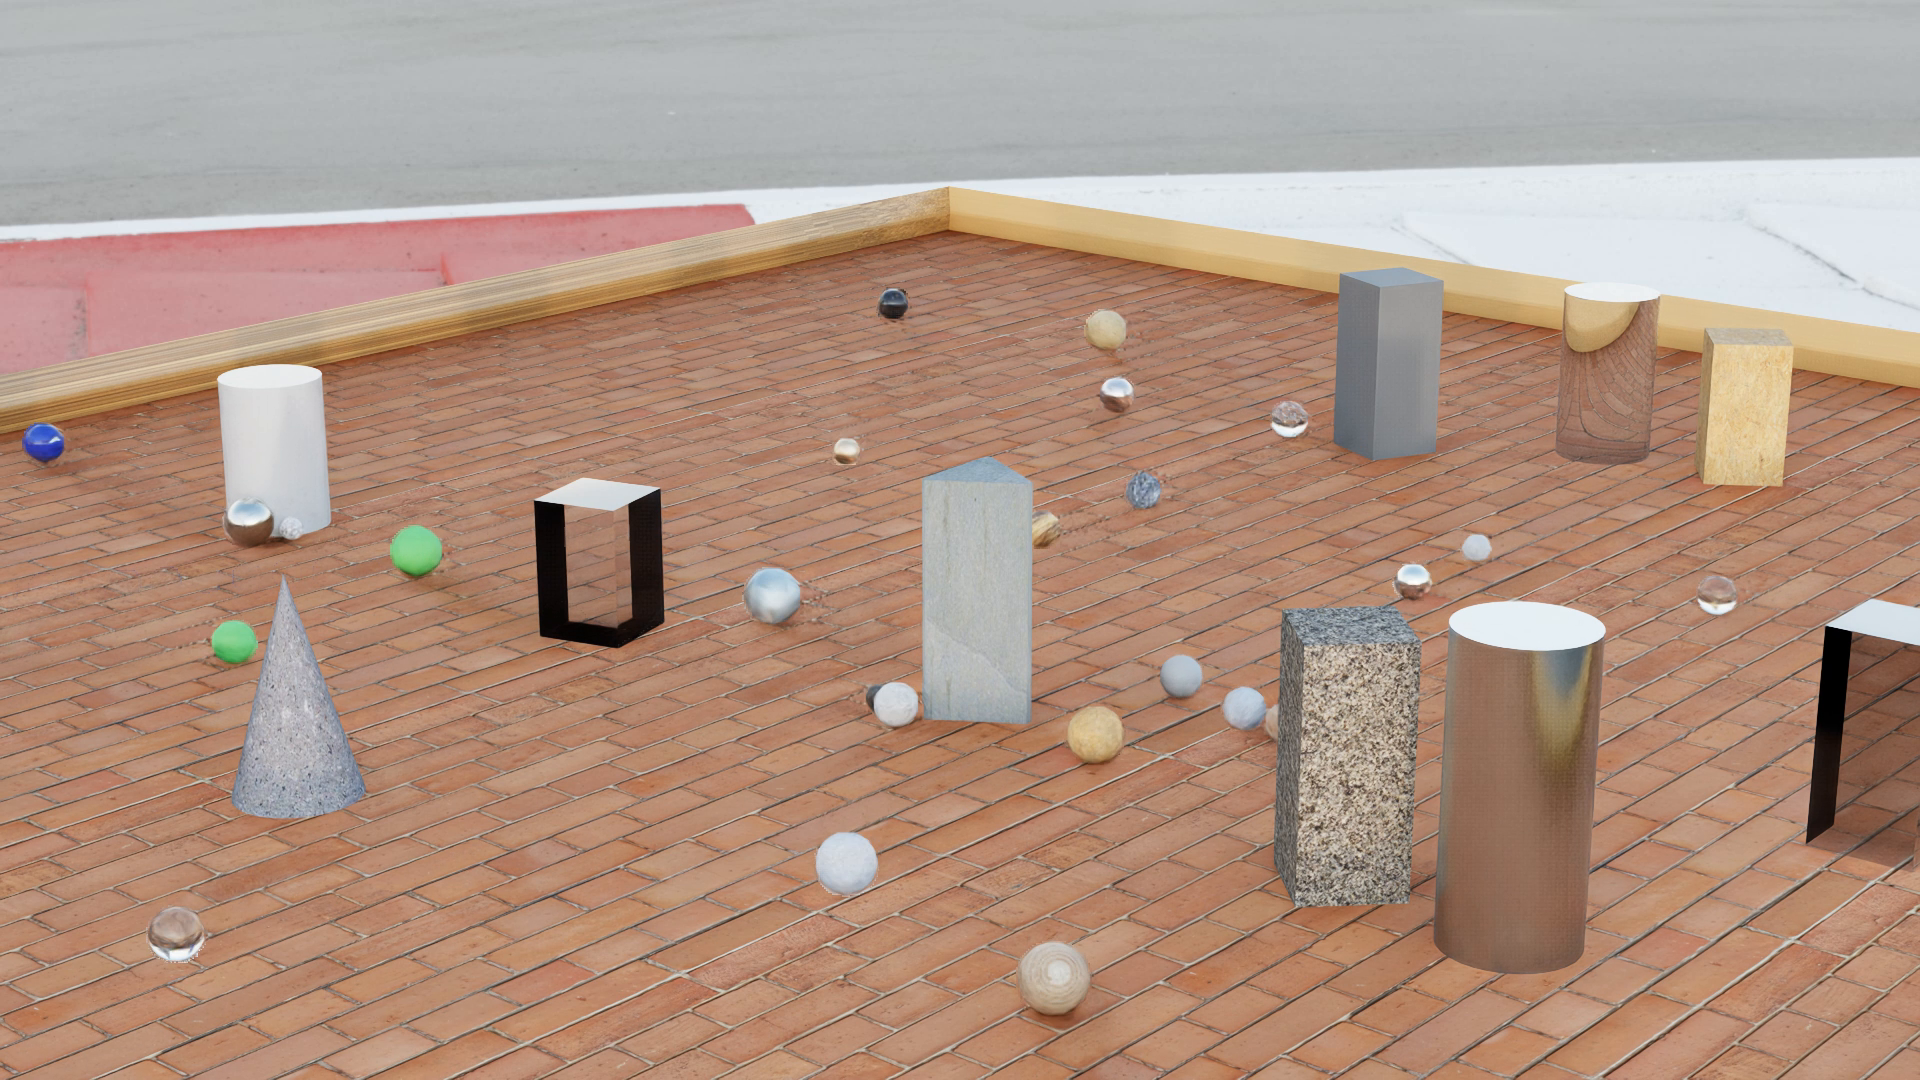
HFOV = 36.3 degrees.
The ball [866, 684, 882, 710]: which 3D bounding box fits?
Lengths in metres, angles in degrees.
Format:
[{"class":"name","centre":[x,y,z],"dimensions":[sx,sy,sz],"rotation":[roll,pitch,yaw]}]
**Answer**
[{"class":"ball","centre":[-0.125,0.246,4.553],"dimensions":[0.042,0.042,0.042],"rotation":[0,17,0]}]

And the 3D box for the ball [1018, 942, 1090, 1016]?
[{"class":"ball","centre":[0.113,0.529,3.538],"dimensions":[0.088,0.088,0.088],"rotation":[0,17,0]}]

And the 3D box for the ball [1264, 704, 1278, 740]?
[{"class":"ball","centre":[0.490,0.275,4.425],"dimensions":[0.060,0.060,0.060],"rotation":[0,17,0]}]

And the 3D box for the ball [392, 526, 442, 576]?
[{"class":"ball","centre":[-0.966,0.020,5.219],"dimensions":[0.088,0.088,0.088],"rotation":[0,17,0]}]

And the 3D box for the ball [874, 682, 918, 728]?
[{"class":"ball","centre":[-0.098,0.252,4.487],"dimensions":[0.070,0.070,0.070],"rotation":[0,17,0]}]

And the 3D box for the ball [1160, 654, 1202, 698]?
[{"class":"ball","centre":[0.348,0.215,4.612],"dimensions":[0.068,0.068,0.068],"rotation":[0,17,0]}]

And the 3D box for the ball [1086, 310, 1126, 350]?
[{"class":"ball","centre":[0.346,-0.494,6.912],"dimensions":[0.095,0.095,0.095],"rotation":[0,17,0]}]

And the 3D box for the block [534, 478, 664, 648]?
[{"class":"block","centre":[-0.602,0.037,4.907],"dimensions":[0.152,0.237,0.152],"rotation":[8,18,24]}]

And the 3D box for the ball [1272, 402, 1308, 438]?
[{"class":"ball","centre":[0.691,-0.252,6.144],"dimensions":[0.075,0.075,0.075],"rotation":[0,17,0]}]

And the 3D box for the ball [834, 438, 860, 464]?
[{"class":"ball","centre":[-0.230,-0.180,5.941],"dimensions":[0.054,0.054,0.054],"rotation":[0,17,0]}]

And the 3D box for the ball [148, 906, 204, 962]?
[{"class":"ball","centre":[-0.984,0.495,3.683],"dimensions":[0.069,0.069,0.069],"rotation":[0,17,0]}]

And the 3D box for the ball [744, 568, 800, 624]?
[{"class":"ball","centre":[-0.317,0.094,4.963],"dimensions":[0.095,0.095,0.095],"rotation":[0,17,0]}]

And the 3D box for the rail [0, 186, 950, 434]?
[{"class":"rail","centre":[-1.675,-0.390,6.513],"dimensions":[0.045,0.123,5.066],"rotation":[14,22,39]}]

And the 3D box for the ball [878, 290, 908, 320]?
[{"class":"ball","centre":[-0.166,-0.582,7.238],"dimensions":[0.075,0.075,0.075],"rotation":[0,17,0]}]

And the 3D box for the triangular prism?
[{"class":"triangular prism","centre":[0.035,0.075,4.530],"dimensions":[0.165,0.383,0.143],"rotation":[2,17,7]}]

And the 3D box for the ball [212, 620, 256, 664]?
[{"class":"ball","centre":[-1.182,0.166,4.771],"dimensions":[0.070,0.070,0.070],"rotation":[0,17,0]}]

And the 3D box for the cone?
[{"class":"cone","centre":[-0.954,0.207,4.182],"dimensions":[0.190,0.332,0.190],"rotation":[0,17,0]}]

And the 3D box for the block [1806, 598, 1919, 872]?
[{"class":"block","centre":[1.274,0.265,4.011],"dimensions":[0.152,0.319,0.152],"rotation":[14,21,38]}]

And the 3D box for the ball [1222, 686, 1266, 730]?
[{"class":"ball","centre":[0.434,0.257,4.474],"dimensions":[0.066,0.066,0.066],"rotation":[0,17,0]}]

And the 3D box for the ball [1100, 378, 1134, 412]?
[{"class":"ball","centre":[0.340,-0.316,6.357],"dimensions":[0.074,0.074,0.074],"rotation":[0,17,0]}]

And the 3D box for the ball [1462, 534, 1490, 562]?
[{"class":"ball","centre":[0.935,0.015,5.304],"dimensions":[0.051,0.051,0.051],"rotation":[0,17,0]}]

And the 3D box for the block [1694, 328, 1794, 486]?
[{"class":"block","centre":[1.557,-0.266,5.830],"dimensions":[0.152,0.283,0.152],"rotation":[2,17,7]}]

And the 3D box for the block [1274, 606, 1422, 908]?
[{"class":"block","centre":[0.509,0.285,3.871],"dimensions":[0.152,0.362,0.152],"rotation":[-1,17,-5]}]

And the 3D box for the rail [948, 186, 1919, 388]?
[{"class":"rail","centre":[1.645,-0.517,6.934],"dimensions":[4.483,0.123,0.045],"rotation":[14,22,39]}]

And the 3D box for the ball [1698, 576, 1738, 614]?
[{"class":"ball","centre":[1.294,0.095,5.011],"dimensions":[0.067,0.067,0.067],"rotation":[0,17,0]}]

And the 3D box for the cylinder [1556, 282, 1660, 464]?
[{"class":"cylinder","centre":[1.321,-0.341,5.985],"dimensions":[0.190,0.337,0.190],"rotation":[0,17,0]}]

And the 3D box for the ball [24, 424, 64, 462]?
[{"class":"ball","centre":[-1.861,-0.198,5.960],"dimensions":[0.078,0.078,0.078],"rotation":[0,17,0]}]

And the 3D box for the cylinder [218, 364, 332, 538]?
[{"class":"cylinder","centre":[-1.286,-0.169,5.505],"dimensions":[0.190,0.285,0.190],"rotation":[0,17,0]}]

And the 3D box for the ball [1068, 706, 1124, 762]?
[{"class":"ball","centre":[0.201,0.287,4.343],"dimensions":[0.084,0.084,0.084],"rotation":[0,17,0]}]

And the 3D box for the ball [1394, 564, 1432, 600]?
[{"class":"ball","centre":[0.786,0.072,5.091],"dimensions":[0.063,0.063,0.063],"rotation":[0,17,0]}]

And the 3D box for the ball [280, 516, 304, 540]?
[{"class":"ball","centre":[-1.239,-0.022,5.438],"dimensions":[0.044,0.044,0.044],"rotation":[0,17,0]}]

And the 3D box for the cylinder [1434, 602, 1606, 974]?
[{"class":"cylinder","centre":[0.700,0.309,3.679],"dimensions":[0.190,0.426,0.190],"rotation":[0,17,0]}]

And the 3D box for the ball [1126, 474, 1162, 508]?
[{"class":"ball","centre":[0.352,-0.094,5.634],"dimensions":[0.068,0.068,0.068],"rotation":[0,17,0]}]

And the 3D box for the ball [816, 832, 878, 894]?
[{"class":"ball","centre":[-0.150,0.428,3.883],"dimensions":[0.082,0.082,0.082],"rotation":[0,17,0]}]

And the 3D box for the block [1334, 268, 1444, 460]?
[{"class":"block","centre":[0.878,-0.363,6.020],"dimensions":[0.152,0.360,0.152],"rotation":[-8,18,-24]}]

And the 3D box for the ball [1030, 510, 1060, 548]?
[{"class":"ball","centre":[0.149,-0.021,5.390],"dimensions":[0.069,0.069,0.069],"rotation":[0,17,0]}]

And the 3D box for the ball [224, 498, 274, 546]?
[{"class":"ball","centre":[-1.308,-0.033,5.396],"dimensions":[0.089,0.089,0.089],"rotation":[0,17,0]}]
